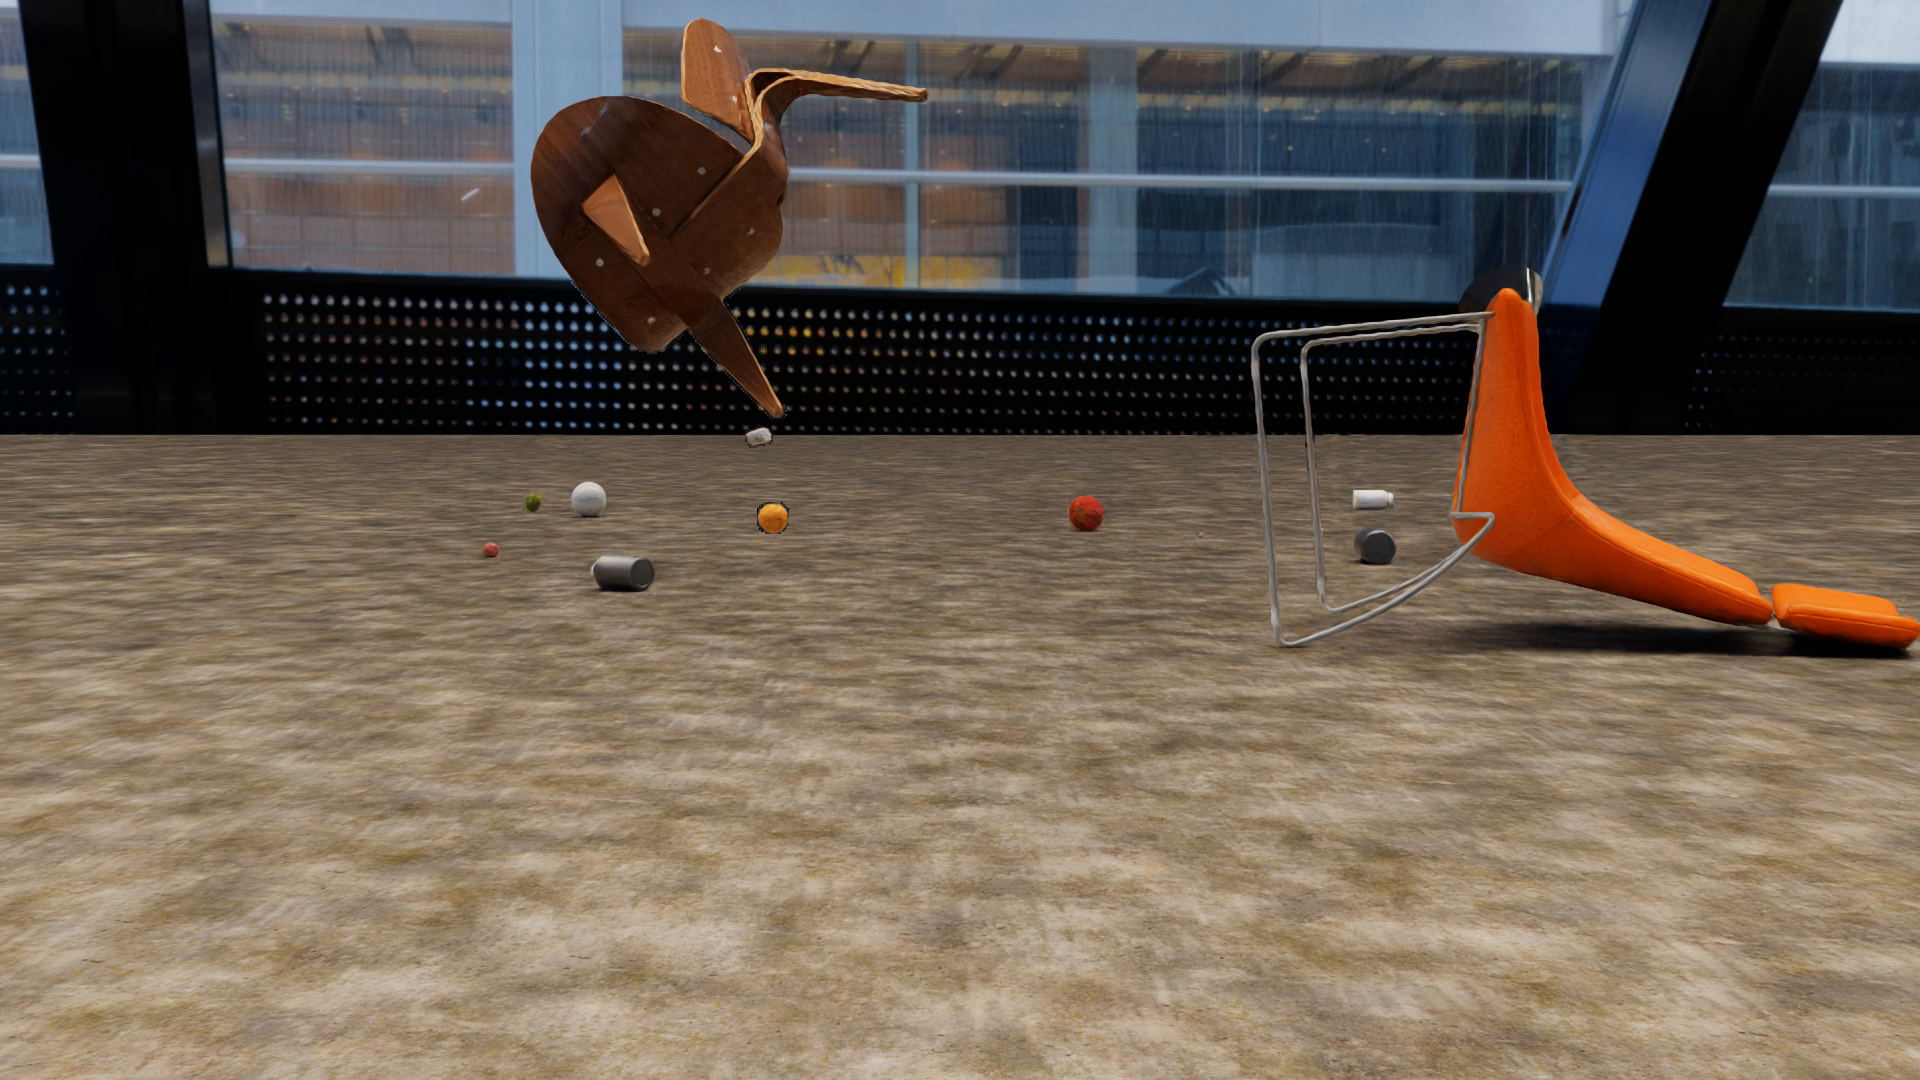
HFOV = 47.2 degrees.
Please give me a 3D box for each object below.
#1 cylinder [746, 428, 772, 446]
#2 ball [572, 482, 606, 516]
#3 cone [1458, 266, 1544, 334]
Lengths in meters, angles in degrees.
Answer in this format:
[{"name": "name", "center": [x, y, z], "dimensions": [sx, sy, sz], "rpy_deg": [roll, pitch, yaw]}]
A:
[{"name": "cylinder", "center": [-0.767, -0.395, 8.391], "dimensions": [0.071, 0.052, 0.066], "rpy_deg": [-15, -28, 28]}, {"name": "ball", "center": [-1.303, -0.143, 7.723], "dimensions": [0.124, 0.124, 0.124], "rpy_deg": [0, 4, 0]}, {"name": "cone", "center": [1.430, -0.574, 5.647], "dimensions": [0.237, 0.197, 0.189], "rpy_deg": [-14, 35, -6]}]
